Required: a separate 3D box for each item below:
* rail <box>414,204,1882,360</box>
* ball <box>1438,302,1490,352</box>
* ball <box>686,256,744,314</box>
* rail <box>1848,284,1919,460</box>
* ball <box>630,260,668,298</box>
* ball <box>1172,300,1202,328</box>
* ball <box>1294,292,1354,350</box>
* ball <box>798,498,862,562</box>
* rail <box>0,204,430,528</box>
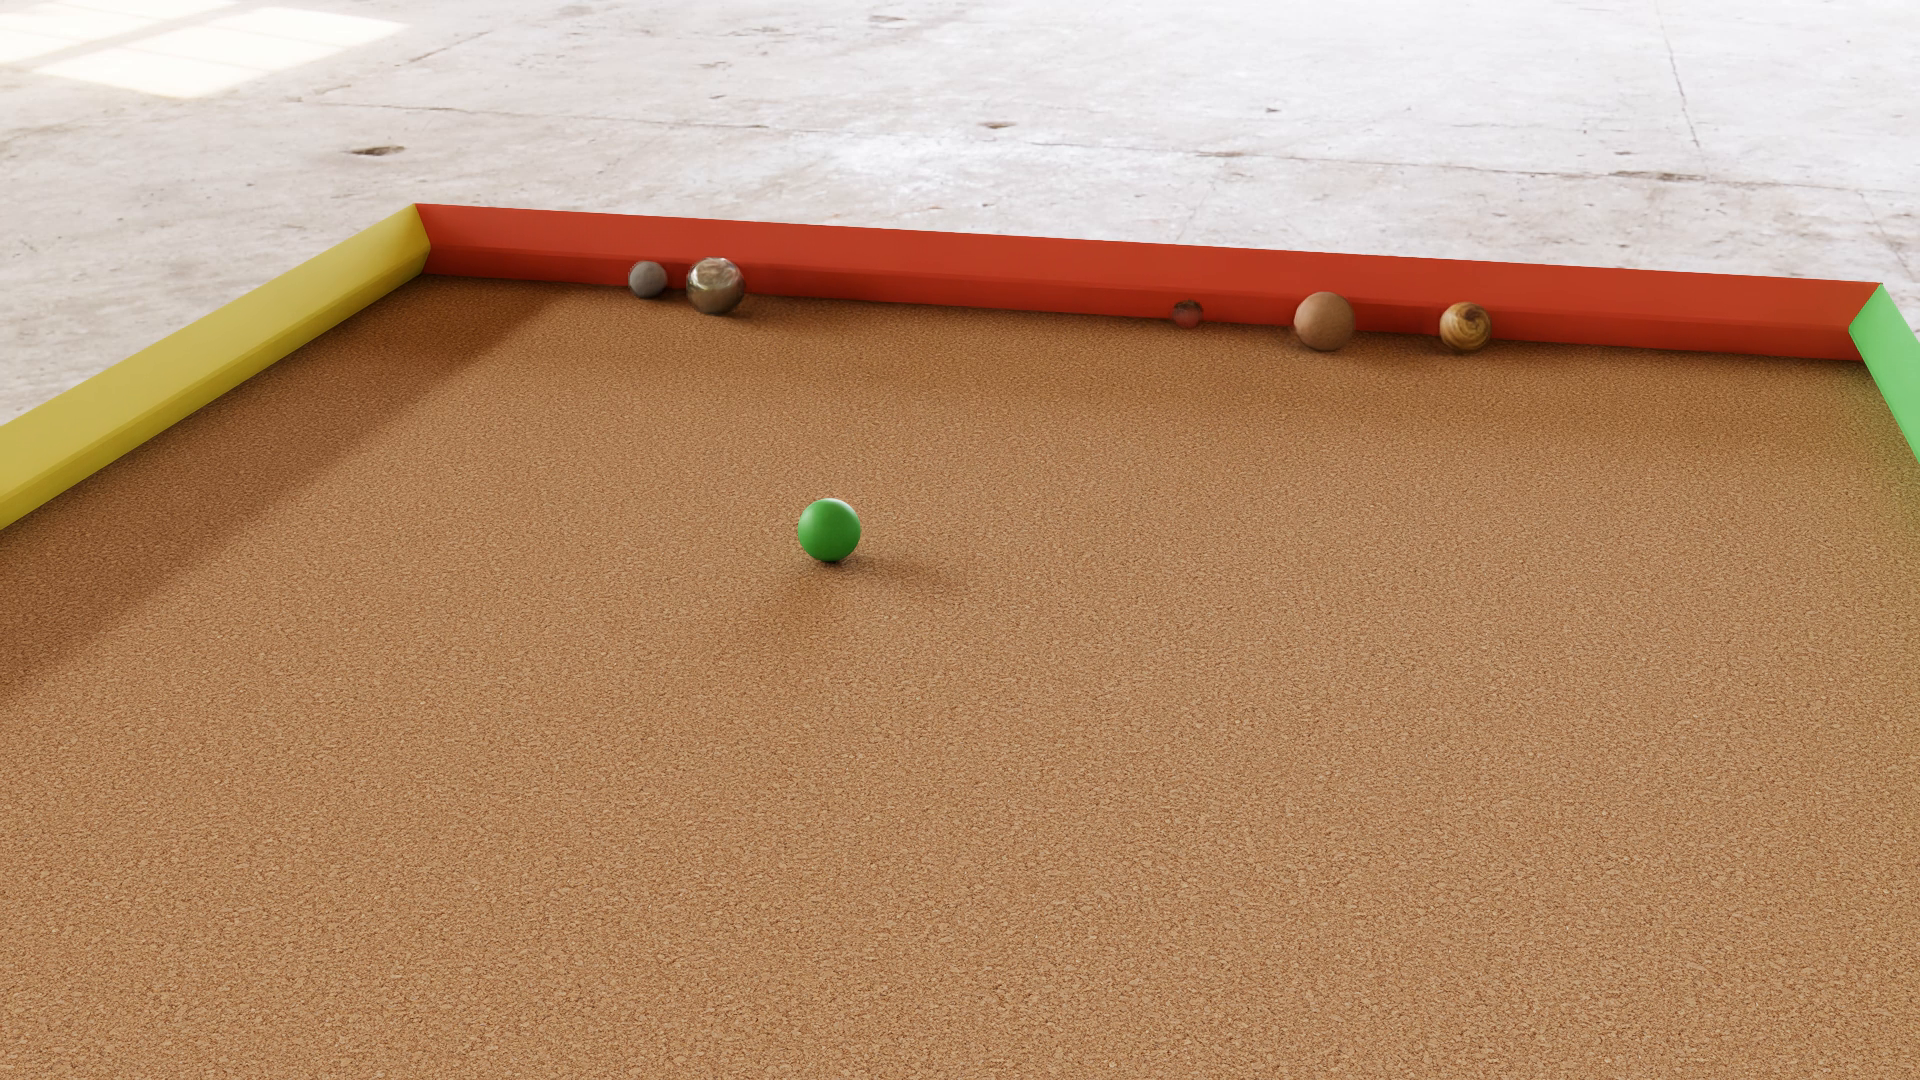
[{"bbox_3d":[0.217,-0.409,3.472,2.332,0.120,0.045,5,23,11],"label":"rail"},{"bbox_3d":[0.762,-0.321,3.320,0.076,0.076,0.076,0,22,0],"label":"ball"},{"bbox_3d":[-0.389,-0.405,3.500,0.092,0.092,0.092,0,22,0],"label":"ball"},{"bbox_3d":[0.895,0.461,1.365,0.045,0.120,4.218,5,23,11],"label":"rail"},{"bbox_3d":[-0.508,-0.424,3.588,0.062,0.062,0.062,0,22,0],"label":"ball"},{"bbox_3d":[0.354,-0.353,3.435,0.045,0.045,0.045,0,22,0],"label":"ball"},{"bbox_3d":[0.551,-0.331,3.327,0.089,0.089,0.089,0,22,0],"label":"ball"},{"bbox_3d":[-0.153,-0.012,2.572,0.074,0.074,0.074,0,22,0],"label":"ball"},{"bbox_3d":[-1.338,0.278,1.809,0.045,0.120,4.218,5,23,11],"label":"rail"}]
